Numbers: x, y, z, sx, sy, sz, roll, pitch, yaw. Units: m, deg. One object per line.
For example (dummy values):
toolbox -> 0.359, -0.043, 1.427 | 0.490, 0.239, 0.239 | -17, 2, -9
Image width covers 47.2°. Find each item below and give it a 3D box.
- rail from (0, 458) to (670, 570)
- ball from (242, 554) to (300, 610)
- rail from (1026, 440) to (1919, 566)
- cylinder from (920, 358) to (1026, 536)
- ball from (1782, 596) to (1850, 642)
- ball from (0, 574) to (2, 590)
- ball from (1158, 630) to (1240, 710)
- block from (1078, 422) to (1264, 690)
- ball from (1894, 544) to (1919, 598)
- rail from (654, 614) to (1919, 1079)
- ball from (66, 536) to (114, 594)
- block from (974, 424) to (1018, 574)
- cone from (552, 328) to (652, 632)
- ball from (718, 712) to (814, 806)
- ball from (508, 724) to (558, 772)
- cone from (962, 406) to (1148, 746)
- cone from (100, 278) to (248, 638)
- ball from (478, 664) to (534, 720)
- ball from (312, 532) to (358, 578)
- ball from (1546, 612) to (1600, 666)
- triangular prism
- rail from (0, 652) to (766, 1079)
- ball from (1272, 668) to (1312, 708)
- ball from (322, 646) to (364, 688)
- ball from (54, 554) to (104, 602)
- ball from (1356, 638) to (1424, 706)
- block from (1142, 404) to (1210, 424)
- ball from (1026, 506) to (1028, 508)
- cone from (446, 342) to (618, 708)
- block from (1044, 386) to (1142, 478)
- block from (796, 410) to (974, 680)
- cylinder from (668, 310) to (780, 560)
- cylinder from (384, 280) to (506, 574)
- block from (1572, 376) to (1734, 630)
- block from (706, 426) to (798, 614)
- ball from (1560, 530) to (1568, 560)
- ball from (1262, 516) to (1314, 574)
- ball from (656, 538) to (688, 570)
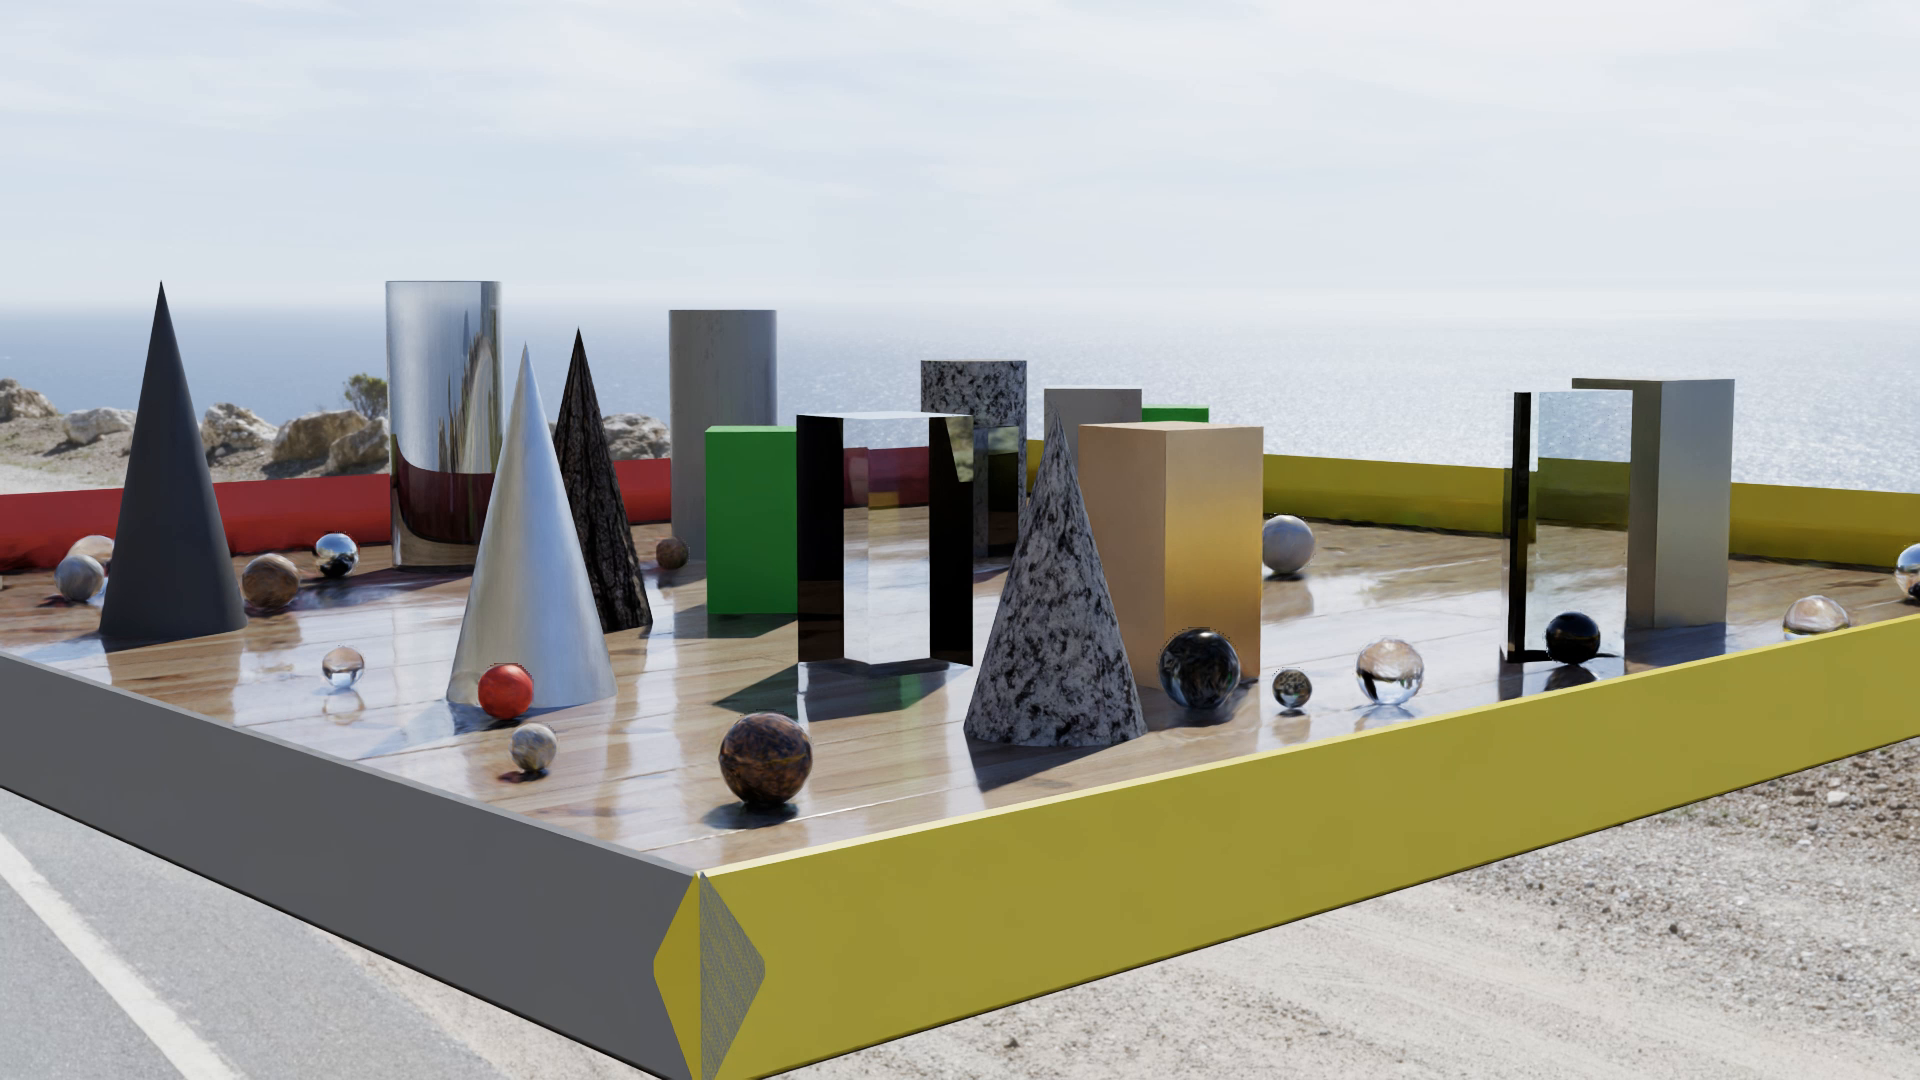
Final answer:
rail -> -0.964, -0.075, 4.371 | 3.066, 0.129, 0.045 | -5, 8, -42
ball -> -1.028, 0.063, 3.279 | 0.084, 0.084, 0.084 | 0, 6, 0
rail -> 1.109, -0.073, 4.350 | 0.045, 0.129, 2.891 | -5, 8, -42
cylinder -> 0.026, -0.159, 4.105 | 0.198, 0.353, 0.198 | 0, 6, 0
ball -> 1.098, 0.112, 2.819 | 0.081, 0.081, 0.081 | 0, 6, 0
ball -> -1.488, 0.063, 3.326 | 0.073, 0.073, 0.073 | 0, 6, 0
ball -> 0.268, 0.145, 2.458 | 0.091, 0.091, 0.091 | 0, 6, 0
block -> 0.255, 0.013, 2.684 | 0.158, 0.306, 0.158 | -4, 7, -37
ball -> 1.492, 0.048, 3.398 | 0.088, 0.088, 0.088 | 0, 6, 0
rail -> 0.964, 0.142, 2.293 | 3.066, 0.129, 0.045 | -5, 8, -42
ball -> -1.364, 0.038, 3.471 | 0.092, 0.092, 0.092 | 0, 6, 0
block -> -0.007, -0.074, 3.817 | 0.158, 0.244, 0.158 | 4, 7, 32
cone -> -0.539, -0.093, 3.129 | 0.198, 0.424, 0.198 | 0, 6, 0
ball -> -0.175, 0.197, 1.983 | 0.085, 0.085, 0.085 | 0, 6, 0
ball -> -0.413, 0.201, 2.131 | 0.047, 0.047, 0.047 | 0, 6, 0
cone -> 0.102, 0.030, 2.333 | 0.198, 0.345, 0.198 | 0, 6, 0
cone -> -1.107, -0.120, 3.071 | 0.198, 0.490, 0.198 | 0, 6, 0
ball -> -0.497, 0.166, 2.403 | 0.060, 0.060, 0.060 | 0, 6, 0
ball -> -1.046, 0.025, 3.683 | 0.075, 0.075, 0.075 | 0, 6, 0
ball -> 0.772, 0.124, 2.771 | 0.068, 0.068, 0.068 | 0, 6, 0
triangular prism -> 0.754, -0.025, 2.868 | 0.172, 0.343, 0.149 | -2, 6, -19
rail -> -1.109, 0.140, 2.314 | 0.045, 0.129, 2.891 | -5, 8, -42
ball -> 0.373, 0.167, 2.468 | 0.044, 0.044, 0.044 | 0, 6, 0
ball -> -0.730, 0.150, 2.604 | 0.049, 0.049, 0.049 | 0, 6, 0
ball -> -1.354, 0.058, 3.381 | 0.072, 0.072, 0.072 | 0, 6, 0
ball -> 0.486, 0.149, 2.484 | 0.077, 0.077, 0.077 | 0, 6, 0
block -> 0.388, -0.119, 4.144 | 0.158, 0.266, 0.158 | 1, 6, 7
ball -> 0.117, -0.043, 4.420 | 0.058, 0.058, 0.058 | 0, 6, 0
cone -> -0.499, -0.026, 2.546 | 0.198, 0.412, 0.198 | 0, 6, 0
block -> 0.222, -0.096, 3.662 | 0.158, 0.319, 0.158 | 0, 6, 4
block -> -0.094, 0.001, 2.757 | 0.158, 0.315, 0.158 | -4, 7, -37
cylinder -> -0.429, -0.196, 4.009 | 0.198, 0.446, 0.198 | 0, 6, 0
cylinder -> -0.887, -0.199, 3.805 | 0.198, 0.494, 0.198 | 0, 6, 0
block -> 0.991, -0.058, 3.163 | 0.158, 0.348, 0.158 | -4, 7, -34
block -> -0.298, -0.033, 3.311 | 0.158, 0.268, 0.158 | 0, 6, -3
ball -> 1.073, 0.011, 3.769 | 0.086, 0.086, 0.086 | 0, 6, 0
ball -> 0.553, 0.007, 3.737 | 0.099, 0.099, 0.099 | 0, 6, 0
ball -> -0.496, 0.024, 3.782 | 0.056, 0.056, 0.056 | 0, 6, 0
